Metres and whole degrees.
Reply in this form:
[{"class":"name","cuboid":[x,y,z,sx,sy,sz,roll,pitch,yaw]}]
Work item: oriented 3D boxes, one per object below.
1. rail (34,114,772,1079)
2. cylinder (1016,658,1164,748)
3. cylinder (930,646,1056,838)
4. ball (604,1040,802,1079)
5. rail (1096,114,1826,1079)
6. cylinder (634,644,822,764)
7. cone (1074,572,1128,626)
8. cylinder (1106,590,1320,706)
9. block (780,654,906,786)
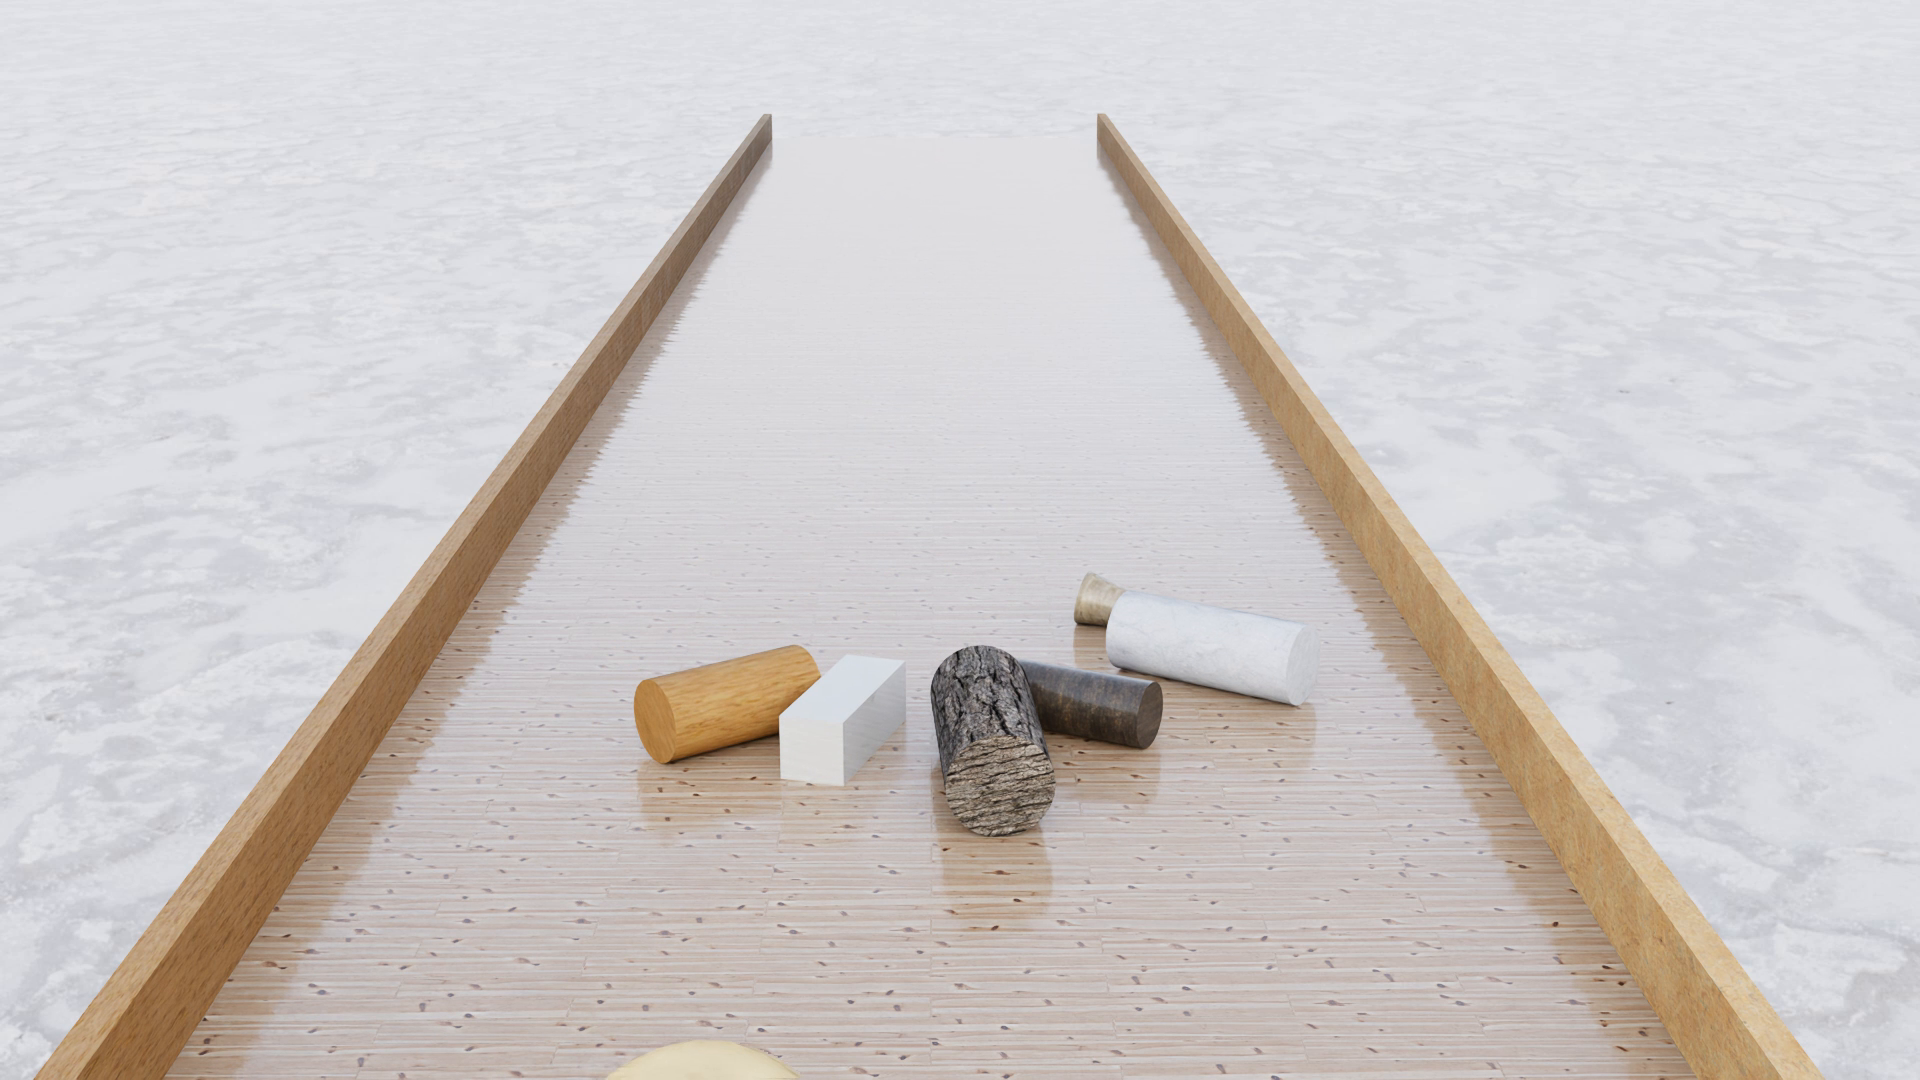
[{"class":"rail","cuboid":[-1.118,-0.838,7.780,0.050,0.150,12.000,0,17,-1]},{"class":"cylinder","cuboid":[0.175,0.290,4.039,0.376,0.122,0.122,9,19,26]},{"class":"cylinder","cuboid":[0.051,0.337,3.776,0.180,0.180,0.436,-1,17,-4]},{"class":"ball","cuboid":[-0.275,0.694,2.338,0.316,0.316,0.316,0,17,0]},{"class":"rail","cuboid":[0.932,-0.844,7.801,0.050,0.150,12.000,0,17,-1]},{"class":"cylinder","cuboid":[-0.416,0.294,3.973,0.309,0.152,0.152,-12,20,-35]},{"class":"cone","cuboid":[0.414,0.163,4.580,0.336,0.113,0.113,16,21,16]},{"class":"cylinder","cuboid":[0.488,0.207,4.259,0.384,0.156,0.156,11,20,32]},{"class":"block","cuboid":[-0.206,0.319,3.948,0.117,0.117,0.332,5,17,17]}]
